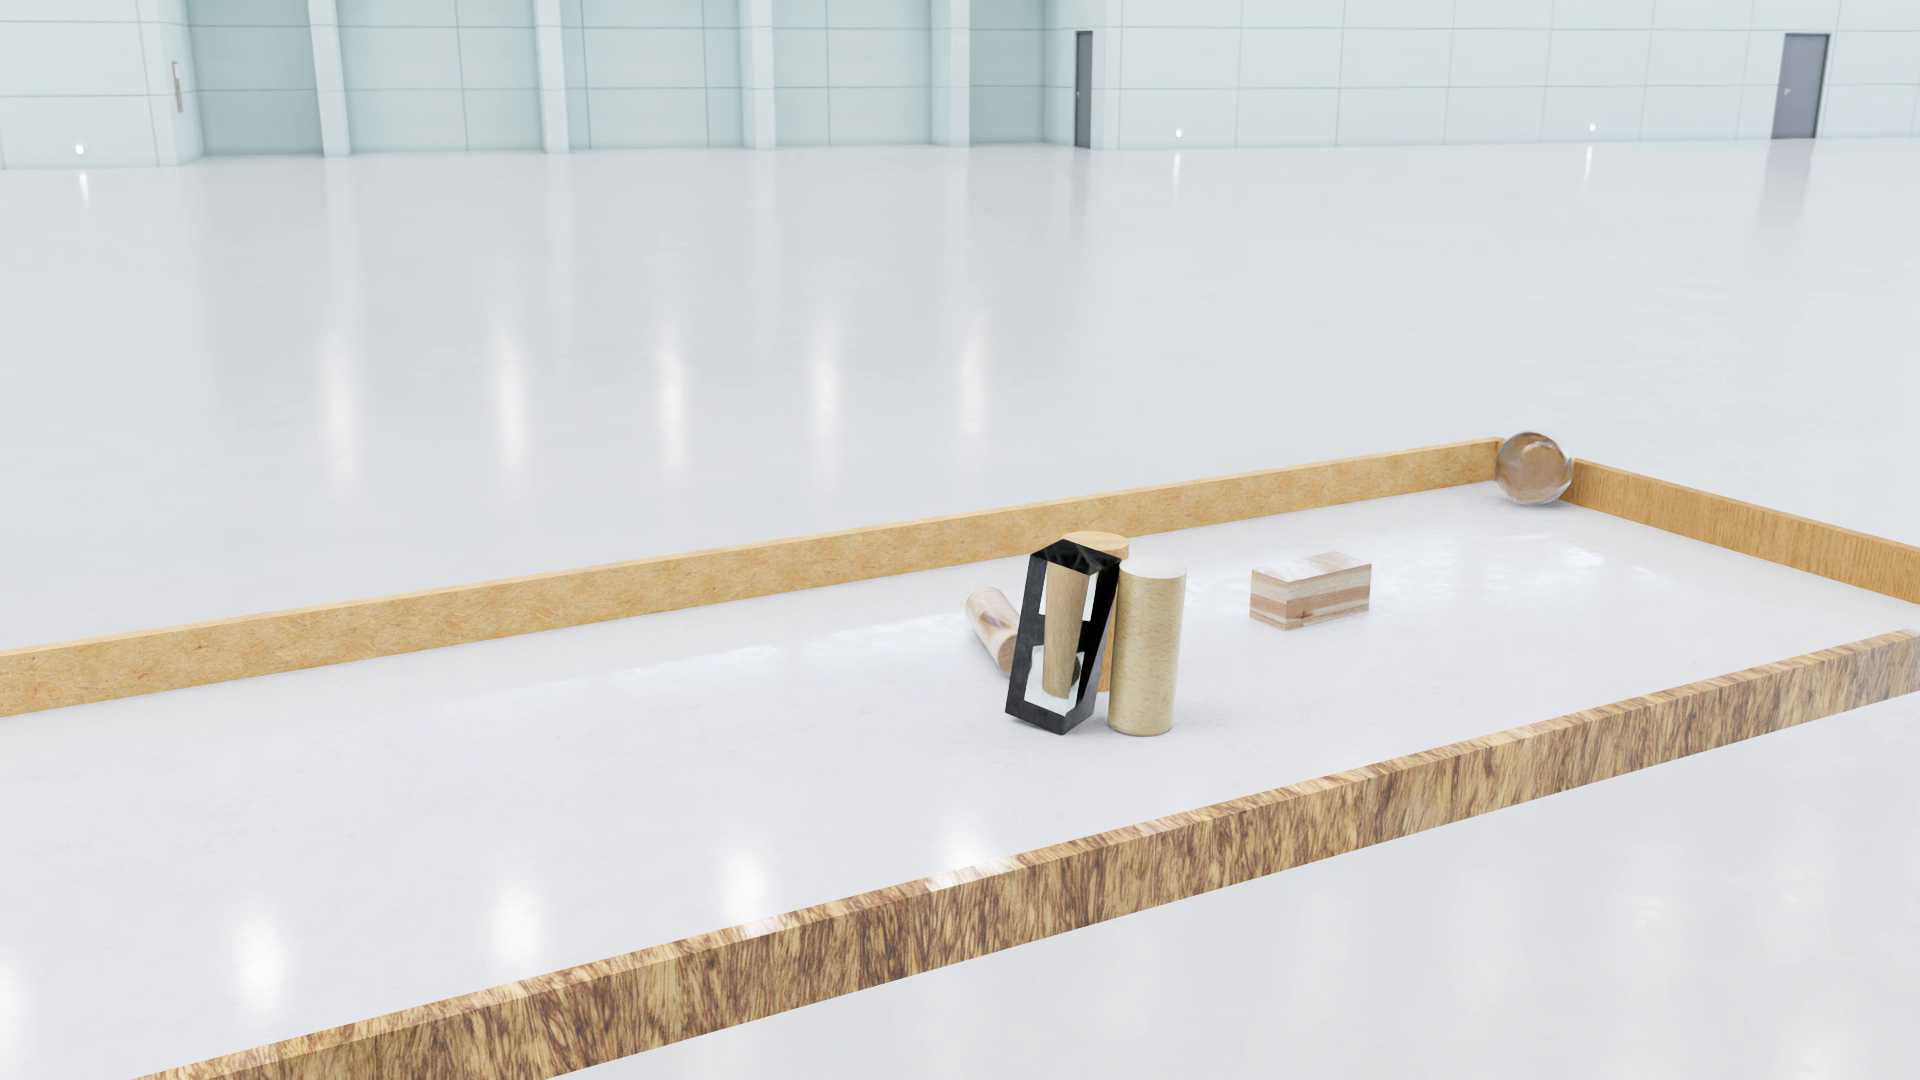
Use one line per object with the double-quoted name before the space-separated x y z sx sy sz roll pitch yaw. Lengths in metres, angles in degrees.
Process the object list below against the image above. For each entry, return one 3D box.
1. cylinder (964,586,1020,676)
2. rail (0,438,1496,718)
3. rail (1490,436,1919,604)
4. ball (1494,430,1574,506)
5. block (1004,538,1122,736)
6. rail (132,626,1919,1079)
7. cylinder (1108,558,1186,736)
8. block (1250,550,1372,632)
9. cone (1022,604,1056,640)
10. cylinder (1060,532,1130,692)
"cylinder" 0.113 0.239 4.328 0.122 0.122 0.391 -3 17 -12
"rail" -3.305 0.497 3.399 12.000 0.150 0.050 -9 18 -27
"rail" 2.466 -0.048 5.253 0.050 0.150 2.100 -9 18 -27
"ball" 2.001 -0.254 5.751 0.264 0.264 0.264 0 16 0
"block" 0.239 0.225 3.839 0.156 0.404 0.156 20 24 27
"rail" -2.336 1.006 1.665 12.000 0.150 0.050 -9 18 -27
"cylinder" 0.432 0.246 3.823 0.155 0.384 0.155 3 17 -1
"block" 0.983 0.141 4.624 0.323 0.142 0.142 -10 19 -32
"cone" 0.355 0.228 4.490 0.362 0.102 0.102 2 14 -23
"cylinder" 0.326 0.177 4.099 0.170 0.365 0.170 1 16 0
